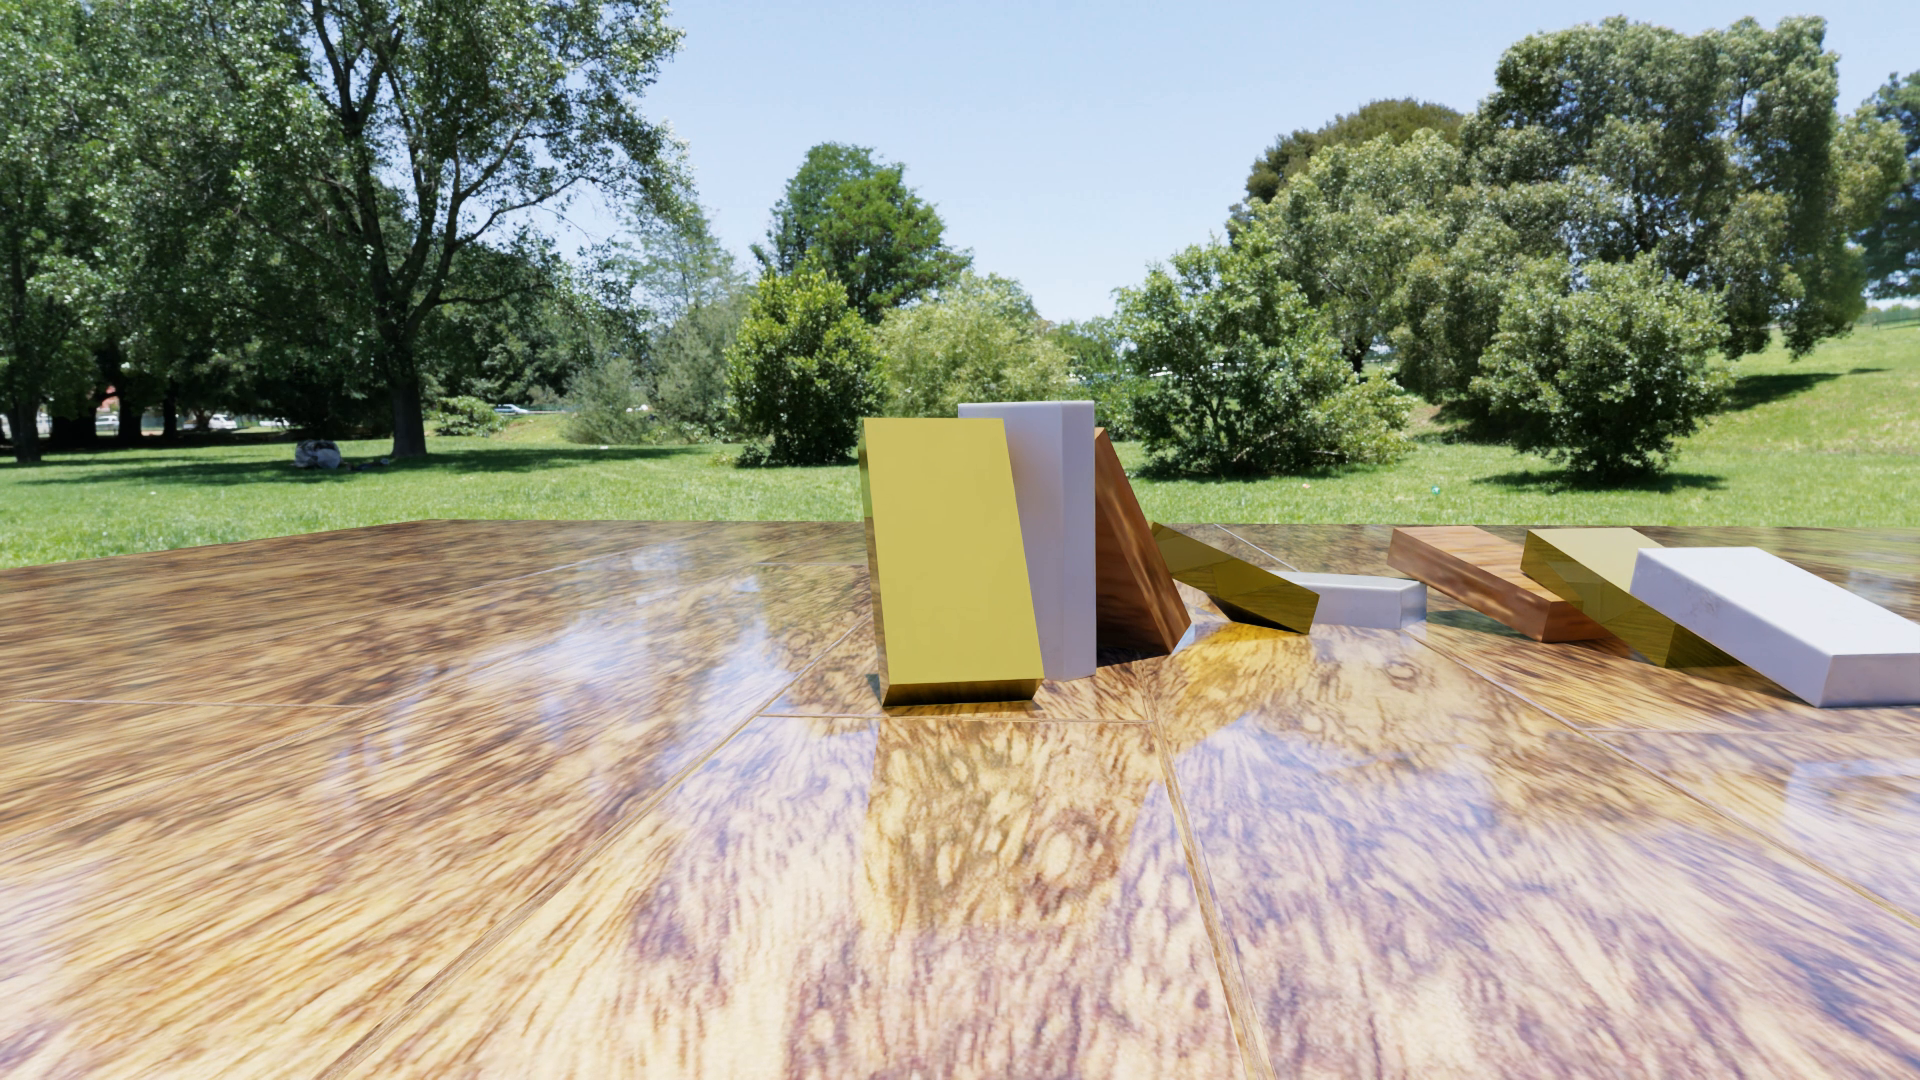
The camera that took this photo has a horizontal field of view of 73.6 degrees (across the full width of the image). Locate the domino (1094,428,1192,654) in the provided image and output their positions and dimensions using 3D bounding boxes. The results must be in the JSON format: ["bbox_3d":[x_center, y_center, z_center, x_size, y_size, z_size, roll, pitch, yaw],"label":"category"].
[{"bbox_3d":[0.026,0.000,0.258,0.025,0.050,0.010,4,43,43],"label":"domino"}]

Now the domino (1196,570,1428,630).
[{"bbox_3d":[0.087,0.014,0.317,0.050,0.010,0.025,3,5,33],"label":"domino"}]

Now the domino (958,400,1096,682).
[{"bbox_3d":[0.012,0.000,0.239,0.025,0.050,0.009,4,7,43],"label":"domino"}]

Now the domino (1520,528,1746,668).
[{"bbox_3d":[0.143,0.011,0.267,0.025,0.010,0.050,-1,21,-9],"label":"domino"}]

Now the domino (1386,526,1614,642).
[{"bbox_3d":[0.127,0.009,0.300,0.025,0.010,0.050,-2,19,-23],"label":"domino"}]

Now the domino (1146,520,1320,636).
[{"bbox_3d":[0.053,0.008,0.285,0.050,0.009,0.025,22,-7,-28],"label":"domino"}]

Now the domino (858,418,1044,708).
[{"bbox_3d":[-0.002,0.003,0.218,0.025,0.050,0.009,-1,-29,-12],"label":"domino"}]

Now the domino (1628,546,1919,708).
[{"bbox_3d":[0.148,0.014,0.230,0.025,0.010,0.050,-1,19,-7],"label":"domino"}]
